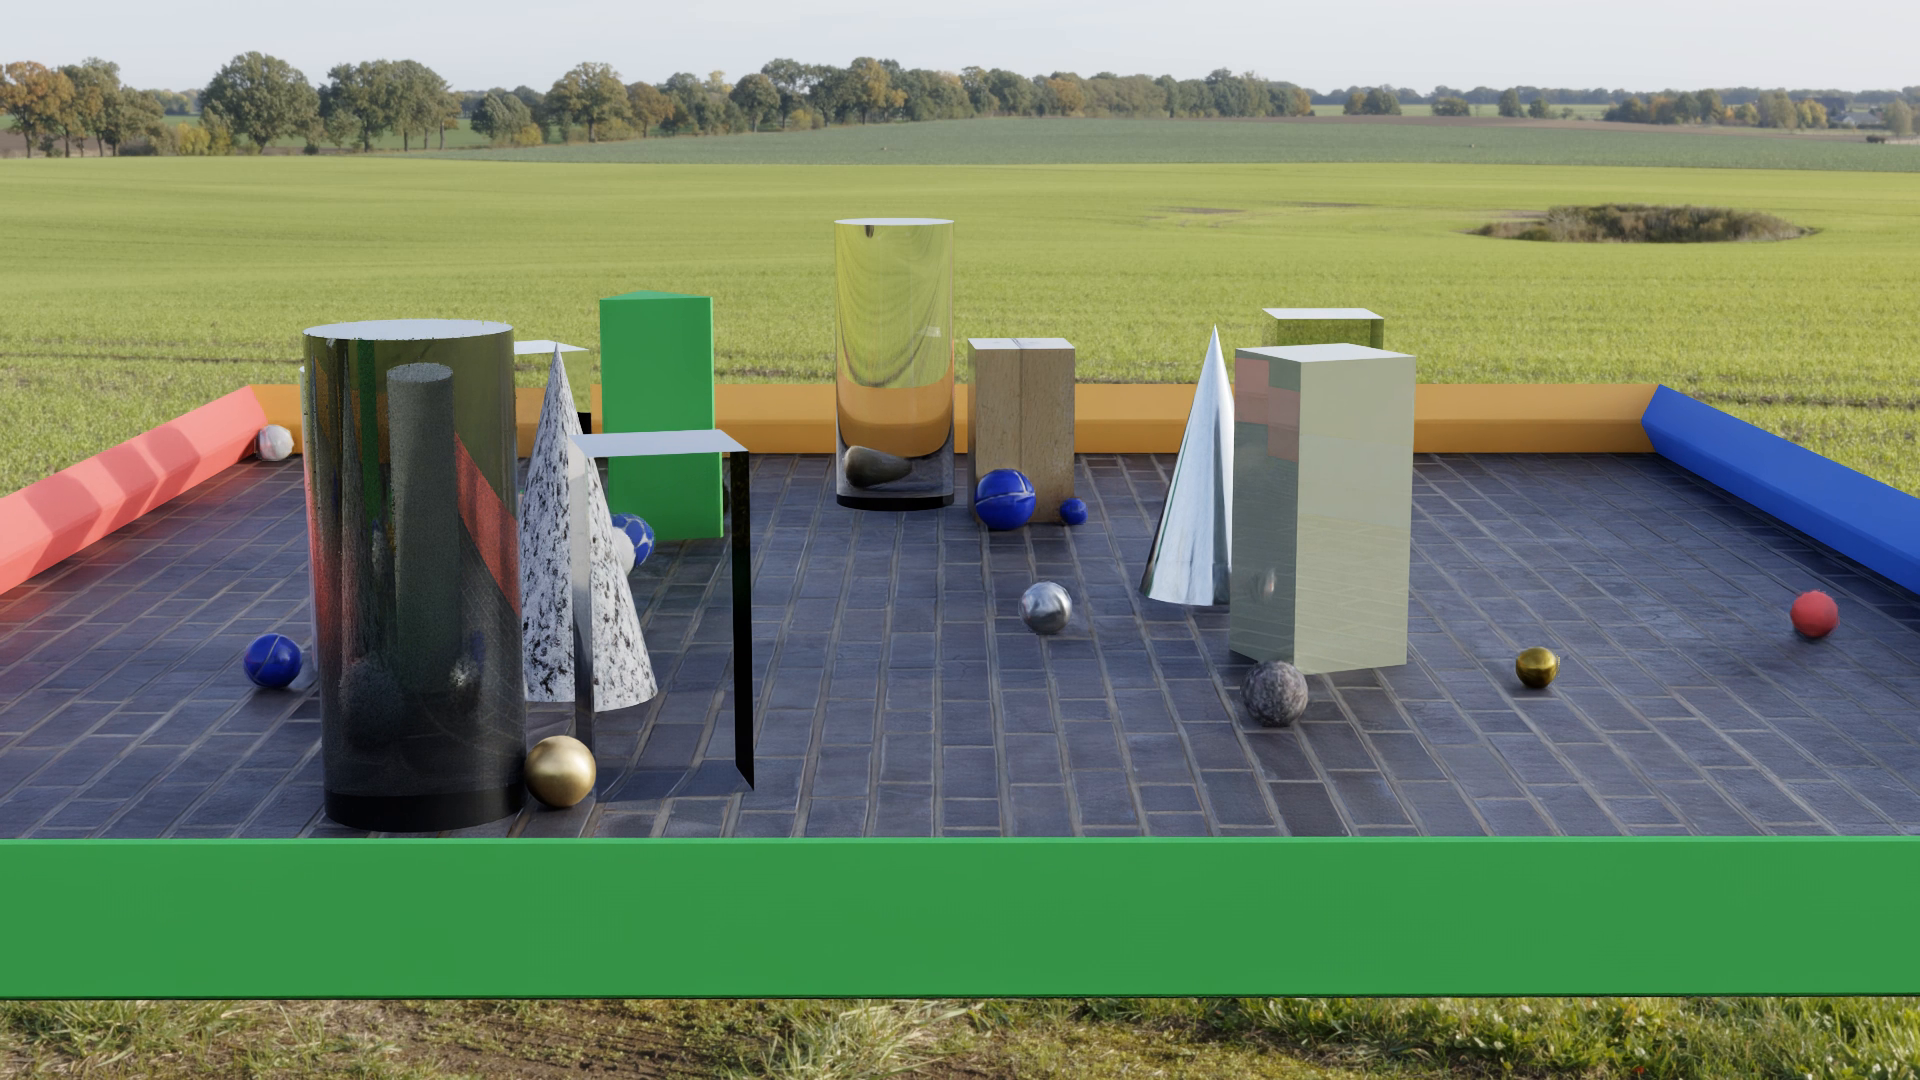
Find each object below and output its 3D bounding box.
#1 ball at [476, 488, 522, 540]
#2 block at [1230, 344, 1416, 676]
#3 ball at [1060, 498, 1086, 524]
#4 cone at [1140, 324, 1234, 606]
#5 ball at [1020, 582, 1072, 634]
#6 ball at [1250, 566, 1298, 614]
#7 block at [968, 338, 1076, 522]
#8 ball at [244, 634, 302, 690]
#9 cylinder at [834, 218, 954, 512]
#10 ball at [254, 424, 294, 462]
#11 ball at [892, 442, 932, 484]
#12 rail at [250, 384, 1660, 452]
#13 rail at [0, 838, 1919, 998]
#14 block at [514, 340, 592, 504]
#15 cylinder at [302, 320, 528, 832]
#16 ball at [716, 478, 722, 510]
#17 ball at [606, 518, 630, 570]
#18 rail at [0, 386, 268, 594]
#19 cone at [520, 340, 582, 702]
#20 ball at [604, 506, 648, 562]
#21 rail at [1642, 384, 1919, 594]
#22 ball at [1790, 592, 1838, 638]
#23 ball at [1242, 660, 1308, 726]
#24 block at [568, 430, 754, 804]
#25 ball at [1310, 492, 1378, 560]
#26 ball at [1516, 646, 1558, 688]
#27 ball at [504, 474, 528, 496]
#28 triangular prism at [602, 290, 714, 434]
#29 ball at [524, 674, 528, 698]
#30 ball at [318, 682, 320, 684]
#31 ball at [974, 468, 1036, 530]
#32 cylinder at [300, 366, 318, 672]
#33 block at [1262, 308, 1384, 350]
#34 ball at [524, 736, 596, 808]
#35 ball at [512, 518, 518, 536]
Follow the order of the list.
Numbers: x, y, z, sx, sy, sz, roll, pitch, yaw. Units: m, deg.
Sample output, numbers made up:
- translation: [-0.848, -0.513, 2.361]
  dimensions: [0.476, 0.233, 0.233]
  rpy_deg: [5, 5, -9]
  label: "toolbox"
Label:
- translation: [-0.710, -0.040, 3.981]
  dimensions: [0.082, 0.082, 0.082]
  rpy_deg: [0, 10, 0]
  label: "ball"
- translation: [0.446, -0.042, 3.170]
  dimensions: [0.160, 0.381, 0.160]
  rpy_deg: [-4, 11, -23]
  label: "block"
- translation: [0.182, -0.046, 4.121]
  dimensions: [0.043, 0.043, 0.043]
  rpy_deg: [0, 10, 0]
  label: "ball"
- translation: [0.352, -0.113, 3.571]
  dimensions: [0.200, 0.376, 0.200]
  rpy_deg: [0, 10, 0]
  label: "cone"
- translation: [0.112, 0.088, 3.330]
  dimensions: [0.068, 0.068, 0.068]
  rpy_deg: [0, 10, 0]
  label: "ball"
- translation: [0.424, 0.067, 3.453]
  dimensions: [0.064, 0.064, 0.064]
  rpy_deg: [0, 10, 0]
  label: "ball"
- translation: [0.098, -0.182, 4.202]
  dimensions: [0.160, 0.281, 0.160]
  rpy_deg: [-1, 11, -4]
  label: "block"
- translation: [-0.812, 0.143, 3.034]
  dimensions: [0.066, 0.066, 0.066]
  rpy_deg: [0, 10, 0]
  label: "ball"
- translation: [-0.109, -0.297, 4.302]
  dimensions: [0.200, 0.471, 0.200]
  rpy_deg: [0, 10, 0]
  label: "cylinder"
- translation: [-1.278, -0.181, 4.781]
  dimensions: [0.069, 0.069, 0.069]
  rpy_deg: [0, 10, 0]
  label: "ball"
- translation: [-0.085, -0.137, 4.532]
  dimensions: [0.073, 0.073, 0.073]
  rpy_deg: [0, 10, 0]
  label: "ball"
- translation: [-0.008, -0.227, 4.857]
  dimensions: [2.680, 0.130, 0.045]
  rpy_deg: [0, 10, 0]
  label: "rail"
- translation: [0.008, 0.294, 2.040]
  dimensions: [2.680, 0.130, 0.045]
  rpy_deg: [0, 10, 0]
  label: "rail"
- translation: [-0.647, -0.123, 3.773]
  dimensions: [0.160, 0.321, 0.160]
  rpy_deg: [-6, 12, -31]
  label: "block"
- translation: [-0.533, 0.030, 2.523]
  dimensions: [0.200, 0.475, 0.200]
  rpy_deg: [0, 10, 0]
  label: "cylinder"
- translation: [-0.427, -0.075, 4.178]
  dimensions: [0.080, 0.080, 0.080]
  rpy_deg: [0, 10, 0]
  label: "ball"
- translation: [-0.519, 0.012, 3.683]
  dimensions: [0.089, 0.089, 0.089]
  rpy_deg: [0, 10, 0]
  label: "ball"
- translation: [-1.316, 0.035, 3.441]
  dimensions: [0.045, 0.130, 2.912]
  rpy_deg: [0, 10, 0]
  label: "rail"
- translation: [-0.471, -0.032, 3.037]
  dimensions: [0.200, 0.411, 0.200]
  rpy_deg: [0, 10, 0]
  label: "cone"
- translation: [-0.503, -0.008, 3.803]
  dimensions: [0.083, 0.083, 0.083]
  rpy_deg: [0, 10, 0]
  label: "ball"
- translation: [1.316, 0.032, 3.456]
  dimensions: [0.045, 0.130, 2.912]
  rpy_deg: [0, 10, 0]
  label: "rail"
- translation: [1.103, 0.096, 3.310]
  dimensions: [0.059, 0.059, 0.059]
  rpy_deg: [0, 10, 0]
  label: "ball"
- translation: [0.352, 0.171, 2.865]
  dimensions: [0.073, 0.073, 0.073]
  rpy_deg: [0, 10, 0]
  label: "ball"
- translation: [-0.308, 0.074, 2.631]
  dimensions: [0.160, 0.350, 0.160]
  rpy_deg: [-3, 11, -15]
  label: "block"
- translation: [0.572, -0.021, 3.830]
  dimensions: [0.100, 0.100, 0.100]
  rpy_deg: [0, 10, 0]
  label: "ball"
- translation: [0.683, 0.151, 3.038]
  dimensions: [0.050, 0.050, 0.050]
  rpy_deg: [0, 10, 0]
  label: "ball"
- translation: [-0.686, -0.062, 4.083]
  dimensions: [0.088, 0.088, 0.088]
  rpy_deg: [0, 10, 0]
  label: "ball"
- translation: [-0.489, -0.206, 4.089]
  dimensions: [0.173, 0.370, 0.150]
  rpy_deg: [-3, 11, -14]
  label: "triangular prism"
- translation: [-0.526, 0.166, 2.822]
  dimensions: [0.100, 0.100, 0.100]
  rpy_deg: [0, 10, 0]
  label: "ball"
- translation: [-0.701, 0.157, 2.946]
  dimensions: [0.071, 0.071, 0.071]
  rpy_deg: [0, 10, 0]
  label: "ball"
- translation: [0.071, -0.065, 4.072]
  dimensions: [0.099, 0.099, 0.099]
  rpy_deg: [0, 10, 0]
  label: "ball"
- translation: [-0.696, -0.029, 3.136]
  dimensions: [0.200, 0.368, 0.200]
  rpy_deg: [0, 10, 0]
  label: "cylinder"
- translation: [0.550, -0.170, 3.935]
  dimensions: [0.160, 0.355, 0.160]
  rpy_deg: [0, 10, -2]
  label: "block"
- translation: [-0.398, 0.230, 2.550]
  dimensions: [0.072, 0.072, 0.072]
  rpy_deg: [0, 10, 0]
  label: "ball"
- translation: [-0.658, -0.016, 3.926]
  dimensions: [0.055, 0.055, 0.055]
  rpy_deg: [0, 10, 0]
  label: "ball"
